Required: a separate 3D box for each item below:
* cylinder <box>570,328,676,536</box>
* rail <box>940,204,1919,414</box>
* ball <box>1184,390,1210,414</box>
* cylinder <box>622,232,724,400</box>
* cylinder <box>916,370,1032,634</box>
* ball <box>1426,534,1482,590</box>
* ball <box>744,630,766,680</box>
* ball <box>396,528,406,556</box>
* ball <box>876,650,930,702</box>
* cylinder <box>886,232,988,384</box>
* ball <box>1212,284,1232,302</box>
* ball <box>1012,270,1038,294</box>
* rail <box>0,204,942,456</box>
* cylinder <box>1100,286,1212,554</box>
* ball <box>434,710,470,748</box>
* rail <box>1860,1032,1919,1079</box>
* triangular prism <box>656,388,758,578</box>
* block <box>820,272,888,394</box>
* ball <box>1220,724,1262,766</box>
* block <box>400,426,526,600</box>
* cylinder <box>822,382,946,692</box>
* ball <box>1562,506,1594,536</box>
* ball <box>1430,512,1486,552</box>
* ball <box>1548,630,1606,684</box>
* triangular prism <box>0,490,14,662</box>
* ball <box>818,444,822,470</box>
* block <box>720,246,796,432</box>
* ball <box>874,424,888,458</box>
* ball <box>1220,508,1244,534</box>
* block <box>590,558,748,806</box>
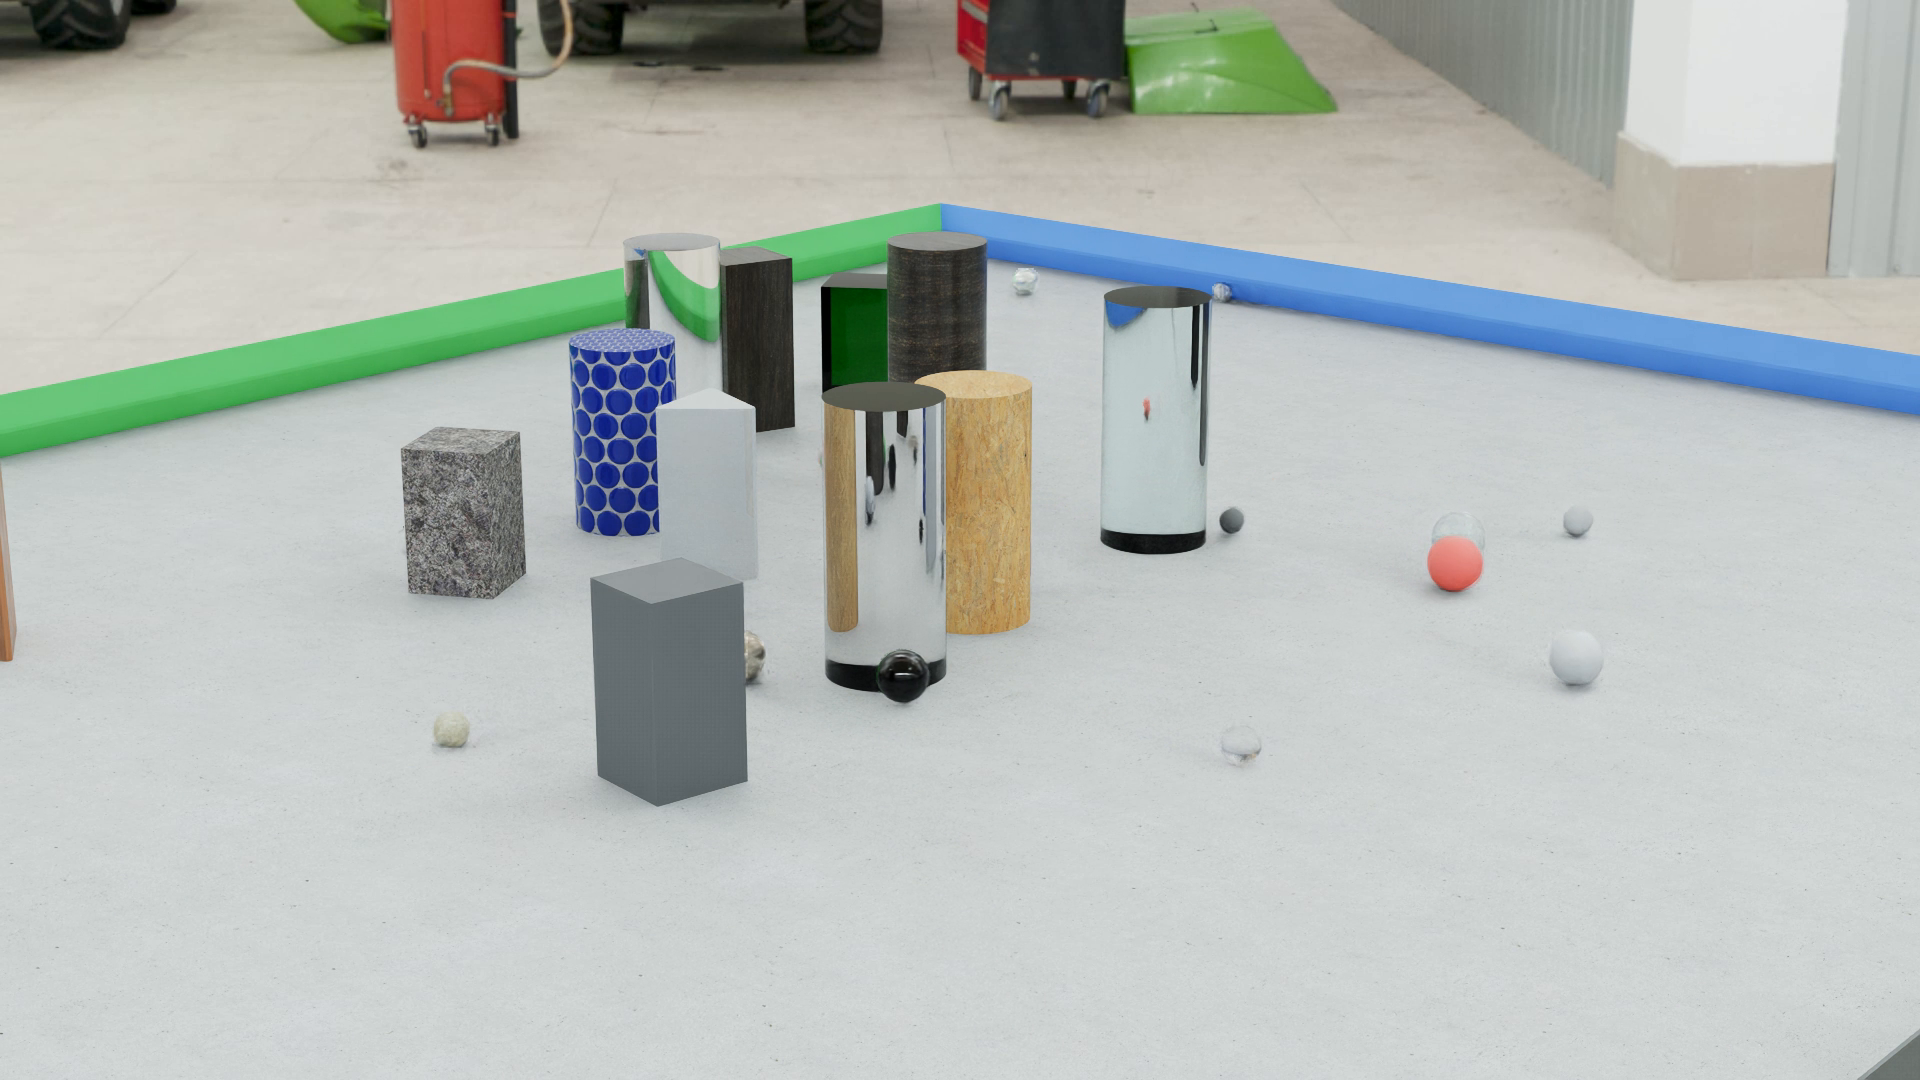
[{"bbox_3d":[-0.630,-0.204,5.517,0.197,0.353,0.197,0,17,0],"label":"cylinder"},{"bbox_3d":[1.505,-0.468,6.780,4.173,0.128,0.045,14,22,39],"label":"rail"},{"bbox_3d":[0.514,-0.298,6.347,0.054,0.054,0.054,0,17,0],"label":"ball"},{"bbox_3d":[-0.584,-0.394,6.001,0.197,0.438,0.197,0,17,0],"label":"cylinder"},{"bbox_3d":[0.022,-0.065,4.960,0.197,0.408,0.197,0,17,0],"label":"cylinder"},{"bbox_3d":[0.869,0.039,5.152,0.097,0.097,0.097,0,17,0],"label":"ball"},{"bbox_3d":[-0.350,0.185,4.702,0.079,0.079,0.079,0,17,0],"label":"ball"},{"bbox_3d":[-0.996,0.004,5.336,0.059,0.059,0.059,0,17,0],"label":"ball"},{"bbox_3d":[-0.089,0.213,4.599,0.083,0.083,0.083,0,17,0],"label":"ball"},{"bbox_3d":[-0.045,-0.360,5.824,0.197,0.475,0.197,0,17,0],"label":"cylinder"},{"bbox_3d":[0.667,-0.629,7.459,0.046,0.046,0.046,0,17,0],"label":"ball"},{"bbox_3d":[0.168,-0.664,7.543,0.065,0.065,0.065,0,17,0],"label":"ball"},{"bbox_3d":[-1.558,-0.358,6.415,0.045,0.128,4.639,14,22,39],"label":"rail"},{"bbox_3d":[0.359,-0.222,5.391,0.197,0.460,0.197,0,17,0],"label":"cylinder"},{"bbox_3d":[-0.765,0.284,4.413,0.056,0.056,0.056,0,17,0],"label":"ball"},{"bbox_3d":[1.558,0.422,3.825,0.045,0.128,4.639,14,22,39],"label":"rail"},{"bbox_3d":[-0.447,-0.103,5.252,0.171,0.312,0.148,0,17,0],"label":"triangular prism"},{"bbox_3d":[-0.216,-0.457,6.539,0.158,0.248,0.158,3,17,9],"label":"block"},{"bbox_3d":[0.416,0.303,4.340,0.061,0.061,0.061,0,17,0],"label":"ball"},{"bbox_3d":[-0.872,-0.049,5.161,0.158,0.262,0.158,4,17,13],"label":"block"},{"bbox_3d":[-0.120,-0.006,4.678,0.197,0.459,0.197,0,17,0],"label":"cylinder"},{"bbox_3d":[1.154,-0.036,5.477,0.055,0.055,0.055,0,17,0],"label":"ball"},{"bbox_3d":[0.899,-0.002,5.290,0.099,0.099,0.099,0,17,0],"label":"ball"},{"bbox_3d":[0.985,0.187,4.680,0.088,0.088,0.088,0,17,0],"label":"ball"},{"bbox_3d":[-1.616,-0.014,4.828,0.171,0.388,0.148,5,17,15],"label":"triangular prism"},{"bbox_3d":[-0.241,-0.165,5.848,0.088,0.088,0.088,0,17,0],"label":"ball"},{"bbox_3d":[-0.460,-0.424,6.224,0.158,0.366,0.158,-10,20,-31],"label":"block"},{"bbox_3d":[-0.141,-0.201,5.995,0.073,0.073,0.073,0,17,0],"label":"ball"},{"bbox_3d":[0.509,-0.036,5.490,0.047,0.047,0.047,0,17,0],"label":"ball"},{"bbox_3d":[-0.421,0.203,4.249,0.158,0.305,0.158,-13,21,-37],"label":"block"}]
